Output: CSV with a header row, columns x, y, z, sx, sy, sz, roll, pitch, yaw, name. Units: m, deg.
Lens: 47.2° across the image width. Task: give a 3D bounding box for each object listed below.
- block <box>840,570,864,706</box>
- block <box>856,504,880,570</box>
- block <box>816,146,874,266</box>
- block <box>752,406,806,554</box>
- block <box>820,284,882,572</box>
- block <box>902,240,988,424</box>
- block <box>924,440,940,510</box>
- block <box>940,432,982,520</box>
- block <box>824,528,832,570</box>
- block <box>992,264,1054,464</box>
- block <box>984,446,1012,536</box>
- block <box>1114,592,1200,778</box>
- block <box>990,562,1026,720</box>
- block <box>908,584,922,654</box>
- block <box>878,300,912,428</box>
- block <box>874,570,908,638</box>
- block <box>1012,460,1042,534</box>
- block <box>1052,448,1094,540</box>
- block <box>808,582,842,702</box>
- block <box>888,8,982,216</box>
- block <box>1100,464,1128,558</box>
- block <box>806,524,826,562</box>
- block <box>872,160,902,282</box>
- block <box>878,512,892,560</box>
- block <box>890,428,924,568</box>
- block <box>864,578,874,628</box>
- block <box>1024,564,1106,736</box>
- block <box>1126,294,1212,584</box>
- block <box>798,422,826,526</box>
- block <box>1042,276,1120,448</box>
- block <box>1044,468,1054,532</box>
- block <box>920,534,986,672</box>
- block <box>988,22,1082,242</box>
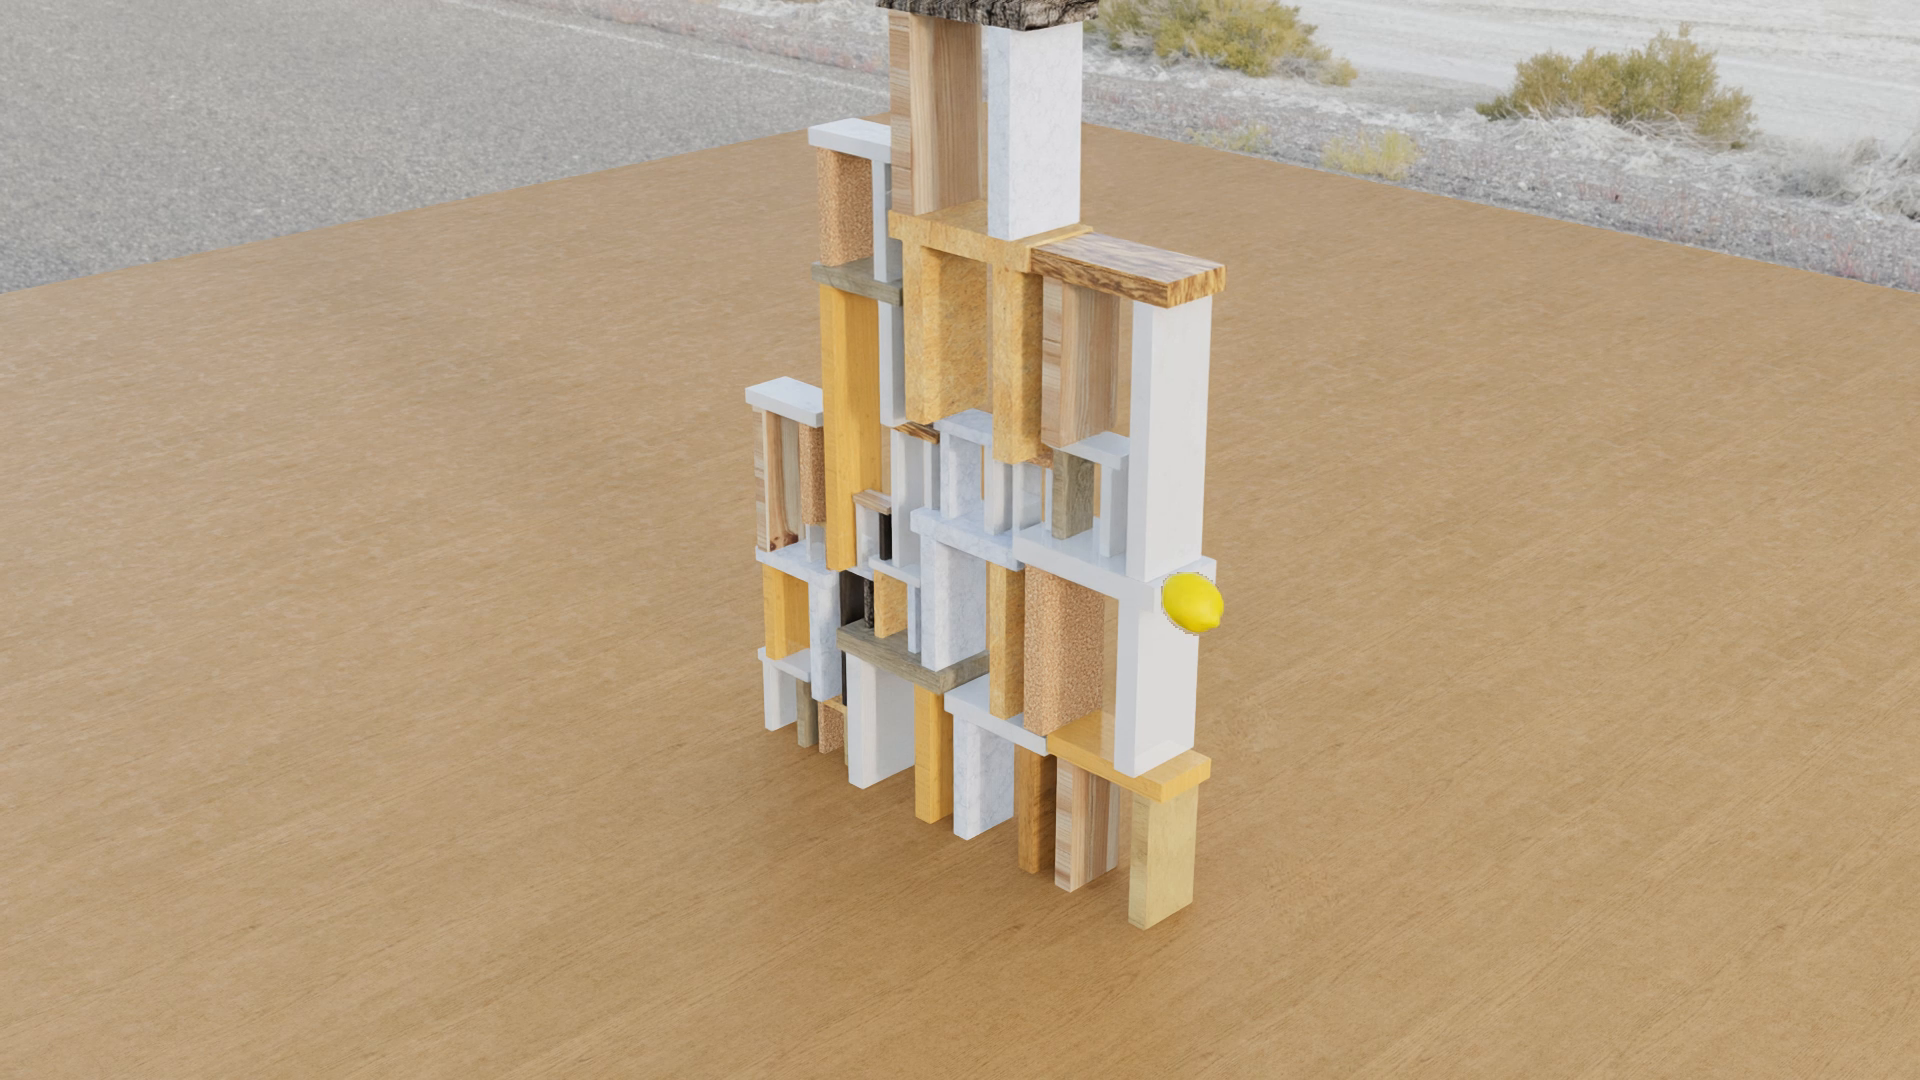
x,y,z,sx,sy,sz,roll,pitch,yaw,name
-0.221,0.193,4.549,0.016,0.313,0.055,21,31,41,block
-0.184,-0.013,4.412,0.014,0.143,0.050,21,31,40,block
-0.217,-0.643,4.179,0.032,0.227,0.113,21,31,40,block
-0.374,-0.139,4.566,0.108,0.320,0.031,-21,31,-41,block
-0.213,-0.231,4.346,0.035,0.594,0.122,21,31,40,block
-0.026,-0.401,4.075,0.048,0.342,0.171,20,30,40,block
-0.038,-0.133,4.207,0.020,0.138,0.069,21,31,41,block
0.001,-0.133,4.163,0.024,0.172,0.086,21,31,40,block
-0.254,0.014,4.500,0.045,0.091,0.013,-21,31,-41,block
0.135,-0.331,3.931,0.048,0.360,0.171,20,30,41,block
0.084,-0.102,4.089,0.024,0.172,0.086,21,31,40,block
0.354,0.242,3.946,0.168,0.337,0.048,-21,31,-41,block
0.119,0.172,4.170,0.040,0.317,0.139,21,31,41,block
-0.070,0.144,4.357,0.073,0.147,0.021,-21,31,-40,block
-0.097,-0.347,4.172,0.035,0.244,0.122,21,31,40,block
-0.138,0.118,4.420,0.073,0.147,0.021,-21,31,-40,block
0.124,-0.084,4.060,0.060,0.161,0.017,-21,30,-41,block
0.205,-0.092,3.964,0.085,0.169,0.024,-21,31,-41,block
-0.262,0.199,4.598,0.109,0.265,0.031,-21,31,-41,block
-0.042,-0.776,3.935,0.051,0.360,0.180,21,31,41,block
0.285,-0.061,3.891,0.024,0.169,0.085,21,31,40,block
-0.297,-0.003,4.539,0.045,0.091,0.013,-21,31,-41,block
-0.109,-0.601,4.081,0.032,0.227,0.113,21,31,40,block
-0.137,-0.014,4.359,0.050,0.101,0.014,-21,31,-40,block
-0.102,-0.089,4.295,0.020,0.289,0.069,21,31,40,block
-0.169,0.120,4.461,0.016,0.110,0.055,21,31,41,block
0.195,0.181,4.092,0.168,0.337,0.048,-21,31,-41,block
0.356,-0.181,3.754,0.152,0.497,0.043,-21,31,-40,block
-0.273,-0.147,4.452,0.108,0.216,0.031,-21,31,-41,block
0.212,-0.327,3.851,0.043,0.304,0.152,21,31,41,block
0.182,-0.081,4.001,0.060,0.120,0.017,-21,31,-41,block
-0.012,0.103,4.284,0.040,0.279,0.139,21,31,41,block
0.129,-0.710,3.779,0.051,0.360,0.180,21,31,40,block
